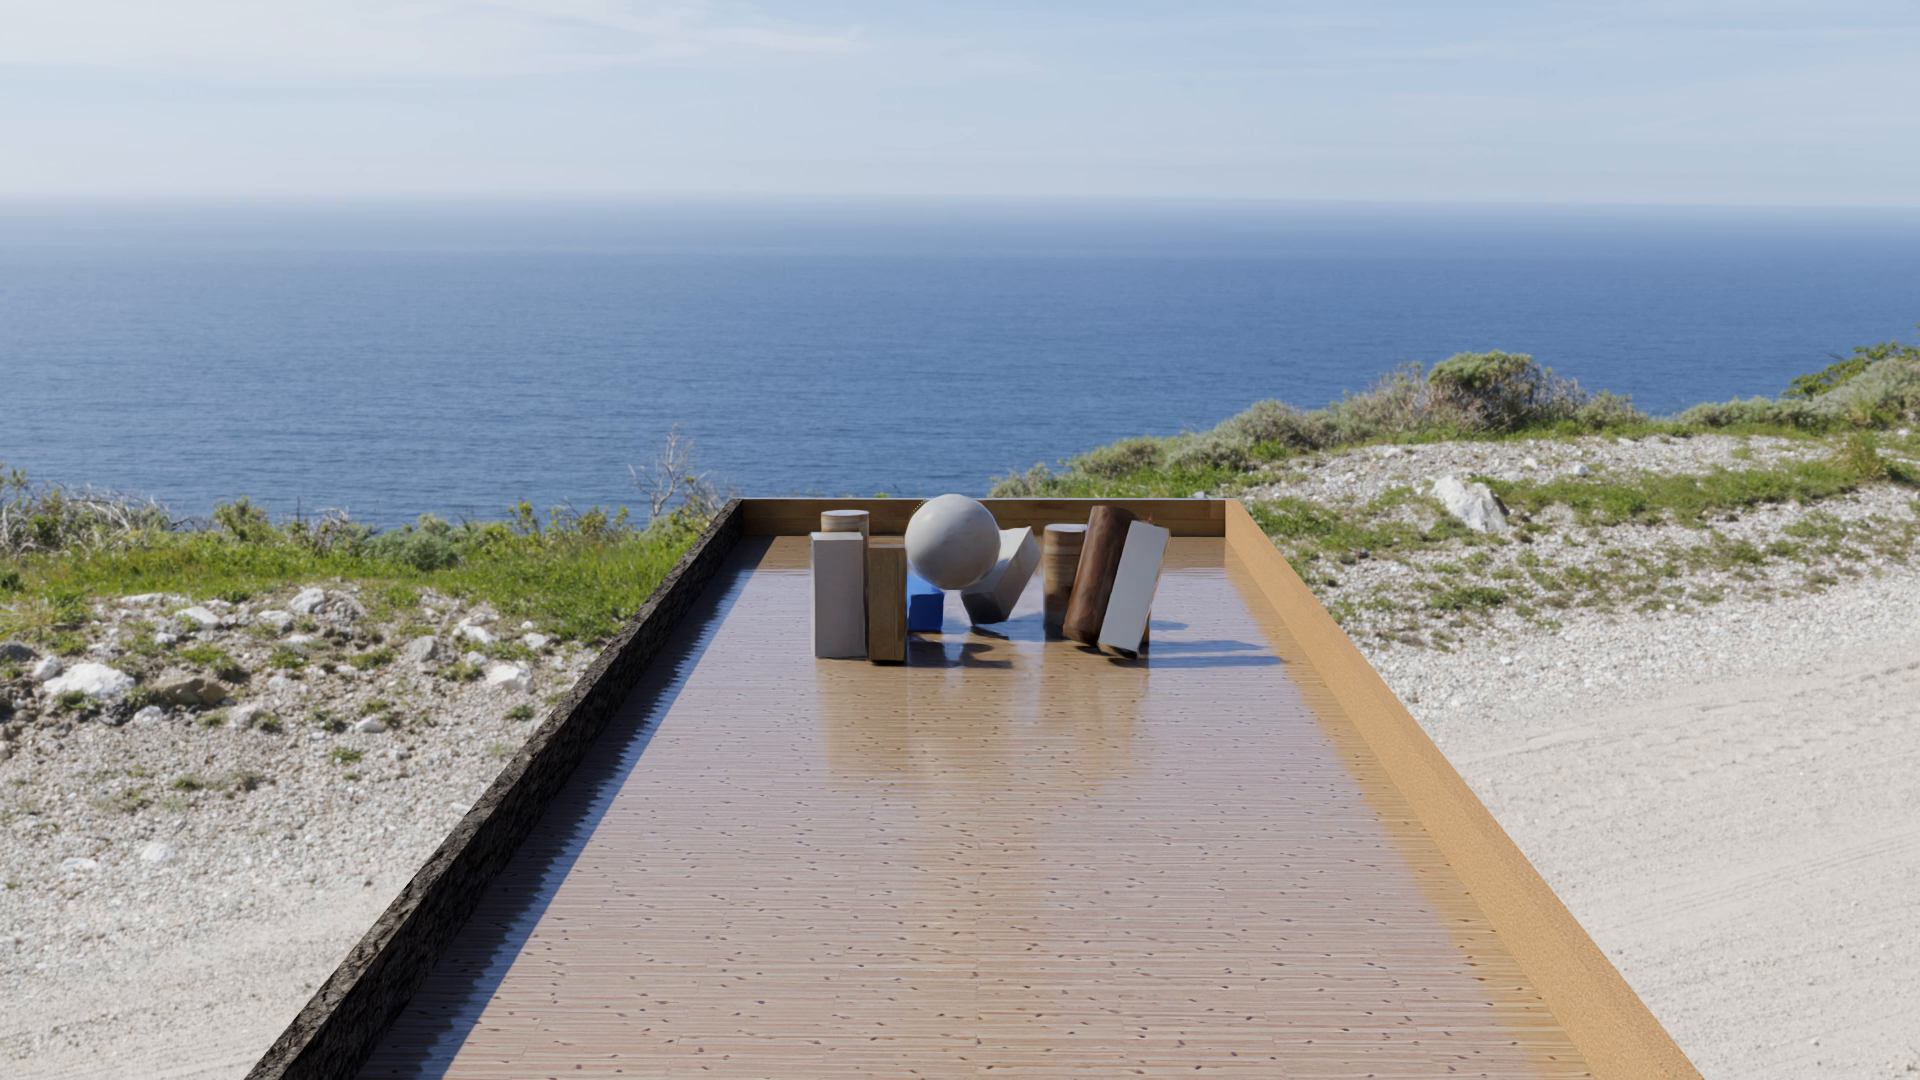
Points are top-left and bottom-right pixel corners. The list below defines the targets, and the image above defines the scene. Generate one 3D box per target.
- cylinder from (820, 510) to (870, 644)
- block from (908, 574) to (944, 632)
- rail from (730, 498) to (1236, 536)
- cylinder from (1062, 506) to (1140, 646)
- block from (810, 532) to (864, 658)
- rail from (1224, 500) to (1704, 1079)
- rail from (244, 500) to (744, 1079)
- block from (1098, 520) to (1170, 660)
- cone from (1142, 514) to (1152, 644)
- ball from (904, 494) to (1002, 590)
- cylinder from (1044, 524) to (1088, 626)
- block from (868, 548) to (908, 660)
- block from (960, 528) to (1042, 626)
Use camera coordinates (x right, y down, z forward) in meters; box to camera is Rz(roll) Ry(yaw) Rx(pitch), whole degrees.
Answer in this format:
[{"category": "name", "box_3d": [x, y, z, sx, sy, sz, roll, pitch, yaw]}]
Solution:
[{"category": "cylinder", "box_3d": [-0.360, 0.118, 6.942, 0.152, 0.409, 0.152, -1, 7, 0]}, {"category": "block", "box_3d": [-0.190, 0.193, 7.290, 0.121, 0.121, 0.362, -2, 14, -27]}, {"category": "rail", "box_3d": [0.099, -0.098, 9.147, 2.100, 0.150, 0.050, 0, 9, 1]}, {"category": "cylinder", "box_3d": [0.443, 0.112, 6.900, 0.156, 0.415, 0.156, 13, -16, 4]}, {"category": "block", "box_3d": [-0.378, 0.168, 6.783, 0.152, 0.366, 0.152, -1, 9, -7]}, {"category": "rail", "box_3d": [1.046, 0.843, 3.208, 0.050, 0.150, 12.000, 0, 9, 1]}, {"category": "rail", "box_3d": [-1.004, 0.839, 3.234, 0.050, 0.150, 12.000, 0, 9, 1]}, {"category": "block", "box_3d": [0.529, 0.152, 6.696, 0.119, 0.394, 0.119, 14, -14, 8]}, {"category": "cone", "box_3d": [0.565, 0.109, 6.931, 0.148, 0.411, 0.148, 11, 1, 0]}, {"category": "ball", "box_3d": [-0.023, 0.008, 7.162, 0.314, 0.314, 0.314, 0, 9, 0]}, {"category": "cylinder", "box_3d": [0.365, 0.114, 7.283, 0.176, 0.315, 0.176, 0, 9, 0]}, {"category": "block", "box_3d": [-0.217, 0.194, 6.664, 0.106, 0.337, 0.106, 1, -1, 3]}, {"category": "block", "box_3d": [0.139, 0.118, 7.323, 0.123, 0.123, 0.381, -7, 31, 28]}]
